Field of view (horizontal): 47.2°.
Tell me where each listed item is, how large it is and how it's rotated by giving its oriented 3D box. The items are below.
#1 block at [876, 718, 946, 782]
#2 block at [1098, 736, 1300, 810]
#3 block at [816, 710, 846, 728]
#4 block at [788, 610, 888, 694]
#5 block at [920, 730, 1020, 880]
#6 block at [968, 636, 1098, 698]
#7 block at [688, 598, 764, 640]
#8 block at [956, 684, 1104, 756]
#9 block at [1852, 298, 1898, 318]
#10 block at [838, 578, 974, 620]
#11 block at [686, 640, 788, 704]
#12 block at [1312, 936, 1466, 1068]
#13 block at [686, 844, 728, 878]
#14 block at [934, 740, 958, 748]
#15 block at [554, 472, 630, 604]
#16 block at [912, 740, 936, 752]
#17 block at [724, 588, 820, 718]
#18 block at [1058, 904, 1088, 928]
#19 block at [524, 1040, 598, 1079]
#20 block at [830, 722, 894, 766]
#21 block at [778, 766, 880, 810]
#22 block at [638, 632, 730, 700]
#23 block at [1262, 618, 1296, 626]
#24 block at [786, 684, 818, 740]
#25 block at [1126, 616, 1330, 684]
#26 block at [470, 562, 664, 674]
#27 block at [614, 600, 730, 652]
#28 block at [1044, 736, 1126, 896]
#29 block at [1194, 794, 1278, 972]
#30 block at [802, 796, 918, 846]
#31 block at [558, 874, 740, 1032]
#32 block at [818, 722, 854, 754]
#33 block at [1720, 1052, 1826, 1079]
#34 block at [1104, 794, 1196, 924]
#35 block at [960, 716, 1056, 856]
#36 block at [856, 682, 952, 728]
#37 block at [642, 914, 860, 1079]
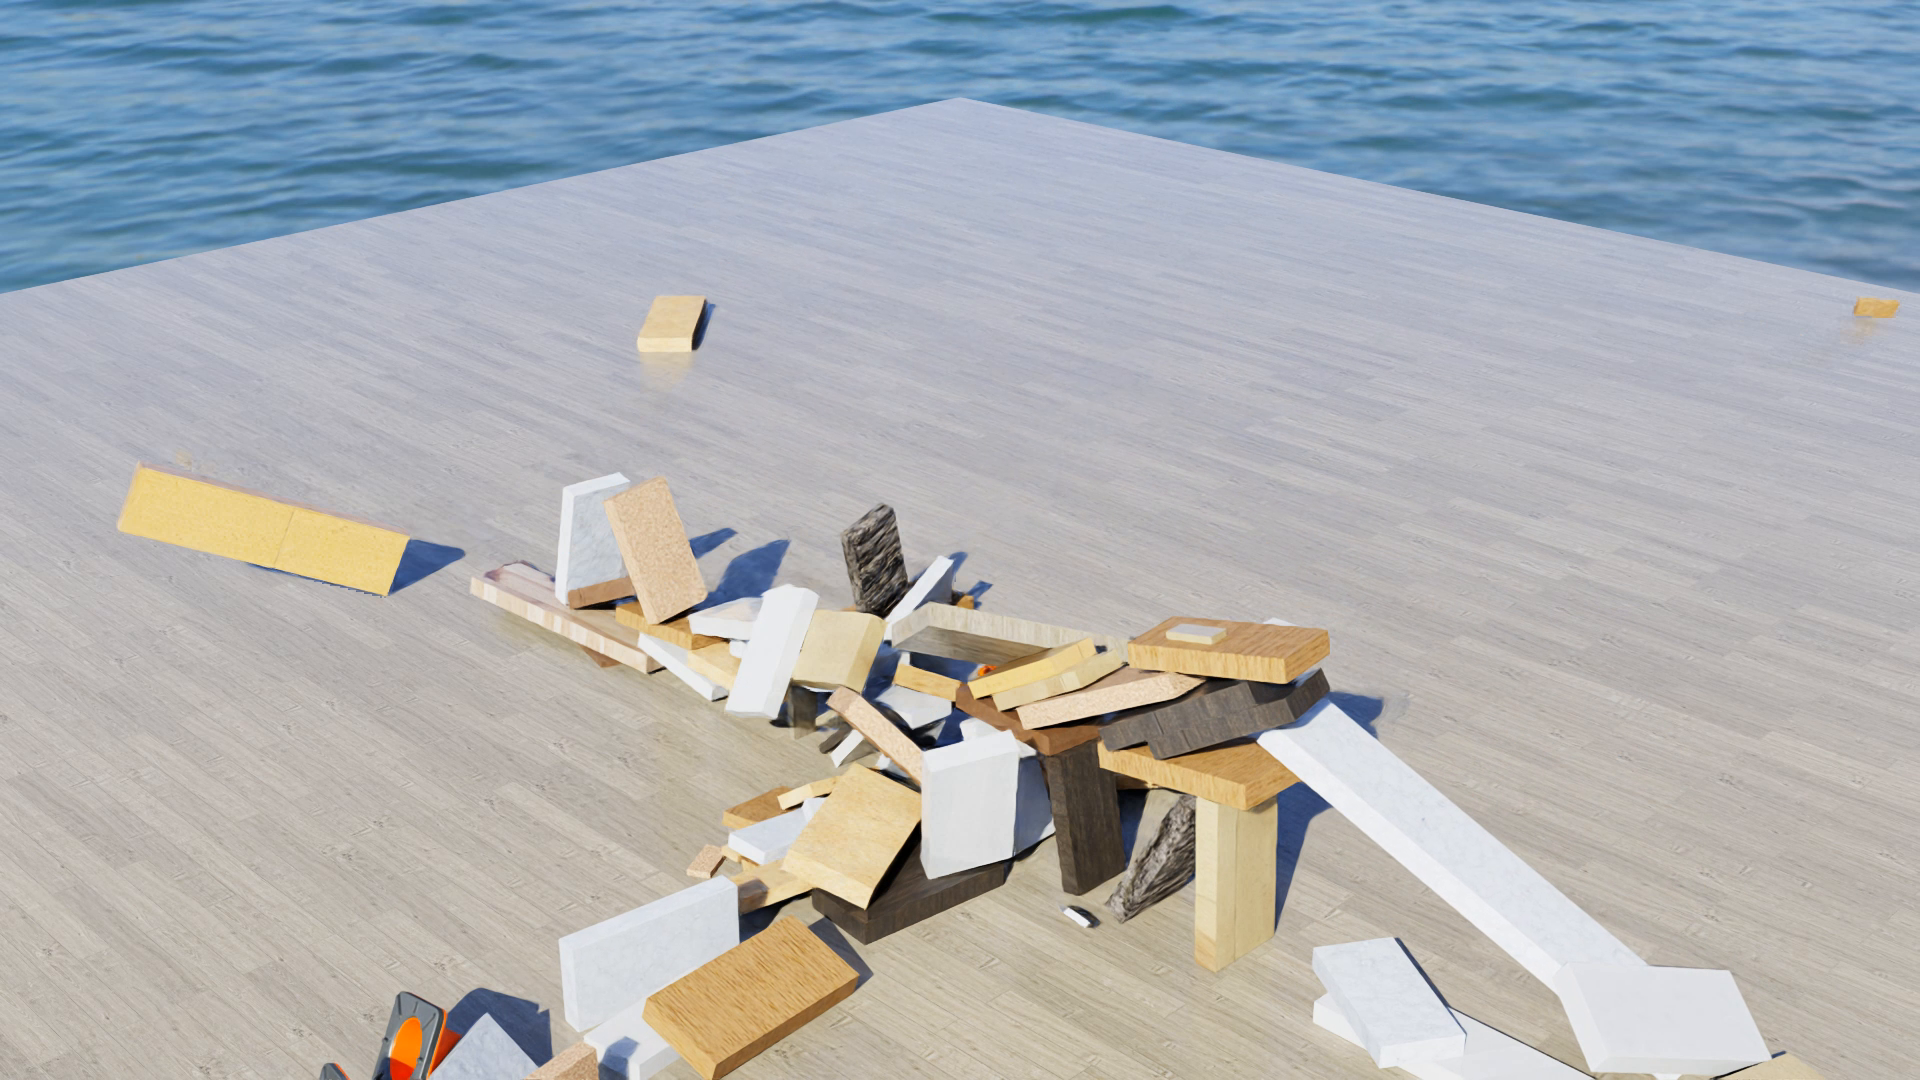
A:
[{"bbox_3d":[-0.107,0.428,4.504,0.104,0.208,0.029,-14,57,-29],"label":"block"},{"bbox_3d":[0.430,0.392,3.930,0.169,0.048,0.338,-21,23,-40],"label":"block"},{"bbox_3d":[-0.244,0.369,4.668,0.067,0.019,0.133,6,-23,-34],"label":"block"},{"bbox_3d":[-0.276,0.224,4.496,0.044,0.154,0.308,30,-17,-32],"label":"block"},{"bbox_3d":[0.016,0.490,4.047,0.167,0.335,0.047,-13,49,-13],"label":"block"},{"bbox_3d":[0.137,0.244,4.191,0.119,0.034,0.239,-24,2,-42],"label":"block"},{"bbox_3d":[-0.458,0.173,4.830,0.149,0.042,0.298,-18,12,-34],"label":"block"},{"bbox_3d":[0.132,0.330,4.234,0.138,0.039,0.276,-18,27,-36],"label":"block"},{"bbox_3d":[3.138,-0.796,7.536,0.132,0.066,0.019,6,48,1],"label":"block"},{"bbox_3d":[-0.150,0.185,5.263,0.173,0.049,0.346,21,31,40],"label":"block"},{"bbox_3d":[-0.475,0.297,4.882,0.256,0.036,0.128,25,27,38],"label":"block"},{"bbox_3d":[0.726,0.785,3.749,0.149,0.042,0.298,-5,24,-12],"label":"block"},{"bbox_3d":[-0.489,0.625,4.271,0.048,0.014,0.096,7,24,15],"label":"block"},{"bbox_3d":[-0.033,0.463,4.645,0.068,0.019,0.136,-2,23,-4],"label":"block"},{"bbox_3d":[-0.868,-0.002,5.183,0.153,0.305,0.043,-18,42,-38],"label":"block"},{"bbox_3d":[-0.044,0.462,4.488,0.080,0.160,0.023,15,66,25],"label":"block"},{"bbox_3d":[-0.390,0.234,4.561,0.039,0.275,0.138,30,-21,-34],"label":"block"},{"bbox_3d":[0.208,0.689,4.030,0.048,0.014,0.095,35,-7,0],"label":"block"},{"bbox_3d":[-0.672,0.910,3.446,0.037,0.132,0.265,16,28,32],"label":"block"},{"bbox_3d":[-0.183,0.401,4.591,0.104,0.208,0.029,-19,71,-37],"label":"block"},{"bbox_3d":[-0.260,0.497,4.412,0.099,0.028,0.197,-26,-11,40],"label":"block"},{"bbox_3d":[-0.598,0.273,4.988,0.256,0.036,0.128,32,31,33],"label":"block"},{"bbox_3d":[0.730,0.222,5.212,0.068,0.019,0.136,21,30,40],"label":"block"},{"bbox_3d":[-0.339,0.359,4.742,0.067,0.133,0.019,-21,31,-37],"label":"block"},{"bbox_3d":[0.469,0.190,3.851,0.315,0.045,0.157,4,19,38],"label":"block"},{"bbox_3d":[-0.902,0.180,5.217,0.597,0.043,0.153,20,25,33],"label":"block"},{"bbox_3d":[-0.655,0.189,5.028,0.256,0.036,0.128,17,22,37],"label":"block"},{"bbox_3d":[0.240,0.520,4.179,0.138,0.276,0.039,-21,20,-41],"label":"block"},{"bbox_3d":[0.495,0.587,3.942,0.169,0.338,0.048,-21,28,-40],"label":"block"},{"bbox_3d":[-0.195,0.551,4.295,0.209,0.030,0.104,5,33,-25],"label":"block"},{"bbox_3d":[-0.539,0.721,3.850,0.330,0.165,0.047,-17,29,-35],"label":"block"},{"bbox_3d":[-0.241,0.410,4.658,0.067,0.019,0.133,-21,-13,-40],"label":"block"},{"bbox_3d":[1.374,0.946,3.469,0.173,0.049,0.346,-11,26,-25],"label":"block"},{"bbox_3d":[0.402,0.560,4.032,0.169,0.338,0.048,-21,60,-40],"label":"block"},{"bbox_3d":[0.097,0.466,4.315,0.138,0.276,0.039,-23,10,-42],"label":"block"},{"bbox_3d":[-0.125,0.334,4.460,0.104,0.029,0.208,-17,19,-39],"label":"block"},{"bbox_3d":[-0.356,0.783,3.778,0.173,0.049,0.347,37,38,26],"label":"block"}]
